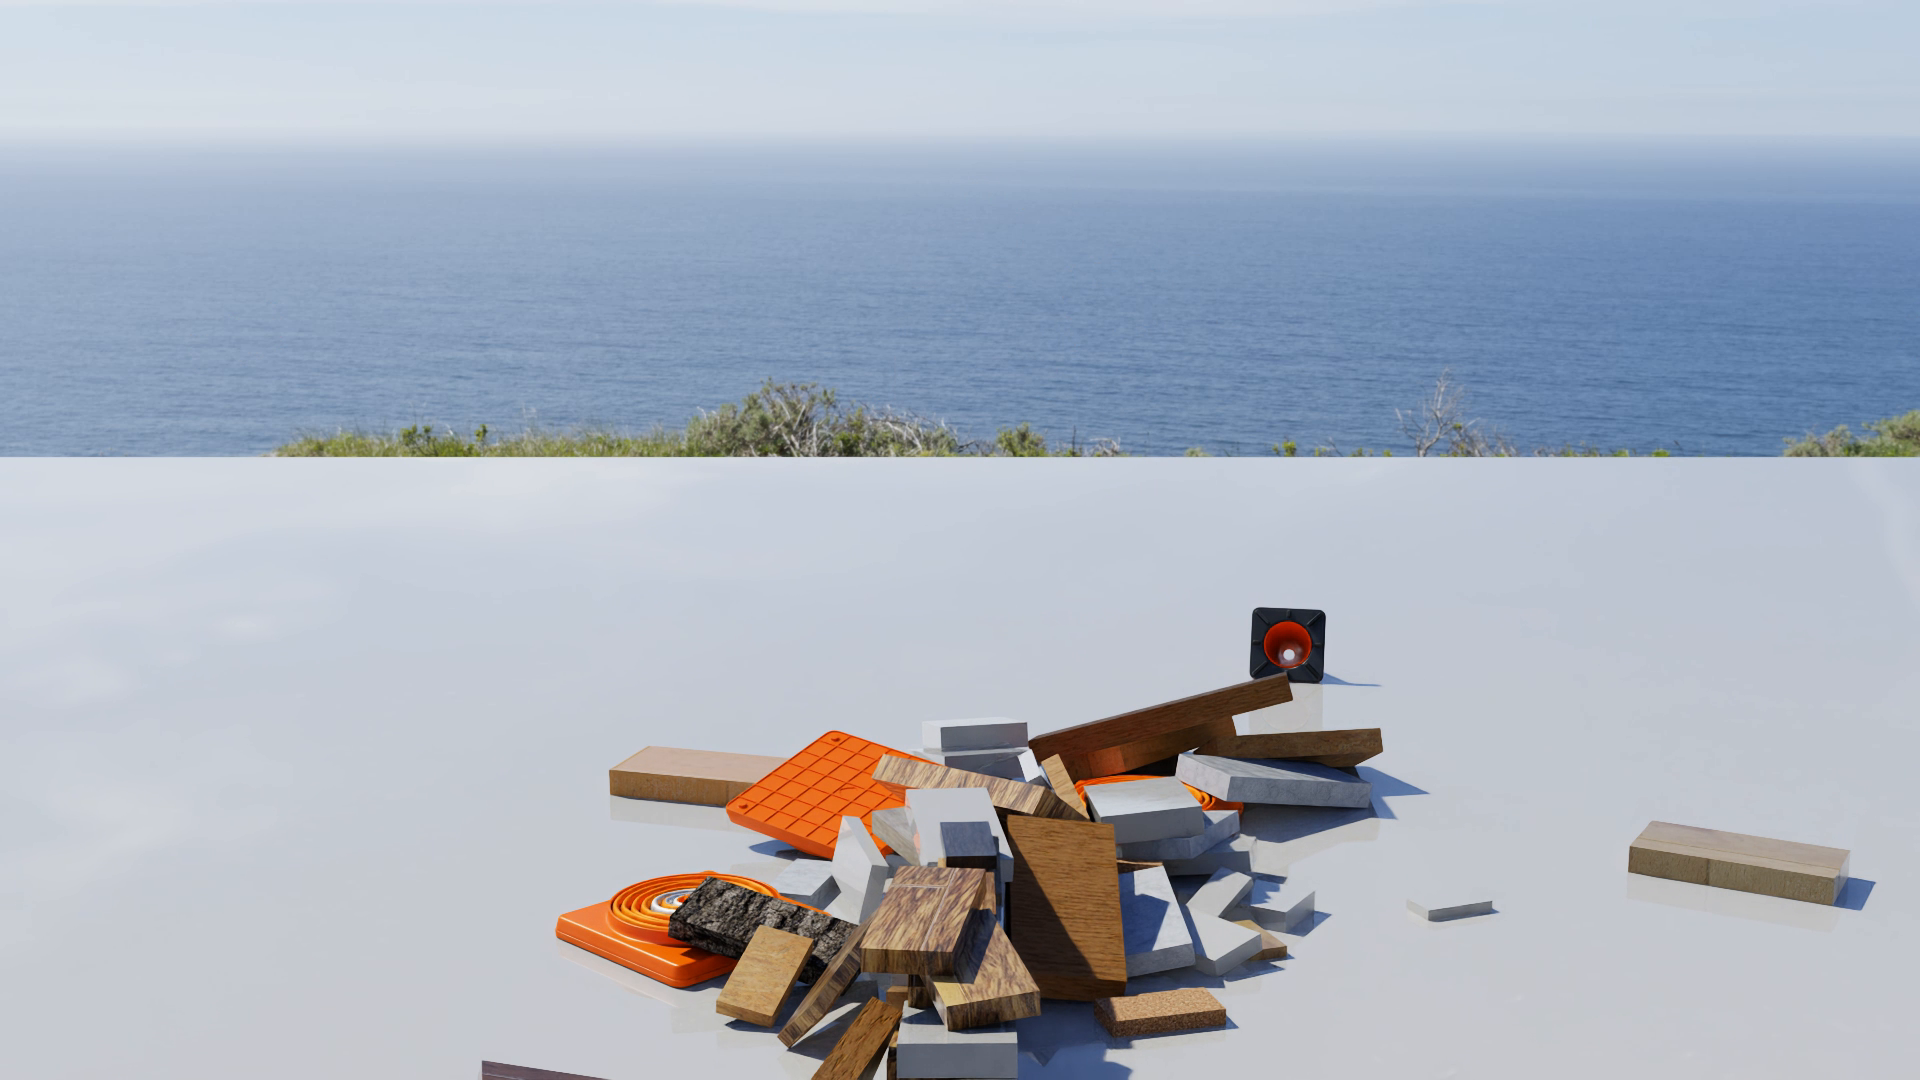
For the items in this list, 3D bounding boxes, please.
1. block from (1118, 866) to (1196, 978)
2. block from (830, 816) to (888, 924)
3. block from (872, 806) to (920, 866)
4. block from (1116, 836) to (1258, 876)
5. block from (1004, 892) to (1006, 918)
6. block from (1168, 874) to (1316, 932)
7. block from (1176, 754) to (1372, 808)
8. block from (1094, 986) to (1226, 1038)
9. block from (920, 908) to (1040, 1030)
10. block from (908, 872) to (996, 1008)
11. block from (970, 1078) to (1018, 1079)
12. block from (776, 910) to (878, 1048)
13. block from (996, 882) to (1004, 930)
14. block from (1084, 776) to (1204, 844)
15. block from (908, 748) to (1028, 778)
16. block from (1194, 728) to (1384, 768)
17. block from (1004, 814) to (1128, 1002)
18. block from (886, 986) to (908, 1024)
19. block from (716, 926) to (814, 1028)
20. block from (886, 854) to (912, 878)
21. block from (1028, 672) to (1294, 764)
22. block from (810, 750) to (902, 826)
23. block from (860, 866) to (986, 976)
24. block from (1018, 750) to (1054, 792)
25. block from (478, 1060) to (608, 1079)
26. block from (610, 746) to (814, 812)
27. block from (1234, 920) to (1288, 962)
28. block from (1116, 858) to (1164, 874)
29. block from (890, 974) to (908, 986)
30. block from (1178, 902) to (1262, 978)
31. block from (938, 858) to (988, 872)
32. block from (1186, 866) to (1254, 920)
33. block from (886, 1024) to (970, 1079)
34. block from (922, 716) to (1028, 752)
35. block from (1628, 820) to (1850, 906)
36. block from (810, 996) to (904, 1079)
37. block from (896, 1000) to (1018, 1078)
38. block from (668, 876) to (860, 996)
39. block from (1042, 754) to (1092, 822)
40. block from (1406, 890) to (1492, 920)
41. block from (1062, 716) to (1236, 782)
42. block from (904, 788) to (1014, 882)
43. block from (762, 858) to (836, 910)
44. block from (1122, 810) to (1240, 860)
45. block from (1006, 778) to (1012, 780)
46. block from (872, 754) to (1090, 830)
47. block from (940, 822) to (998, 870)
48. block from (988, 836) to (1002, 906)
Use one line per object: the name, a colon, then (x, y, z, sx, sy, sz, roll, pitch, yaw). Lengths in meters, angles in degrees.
block: (0.276, 0.591, 3.411, 0.130, 0.037, 0.259, -11, 18, -1)
block: (-0.166, 0.539, 3.603, 0.029, 0.101, 0.202, 9, 13, -19)
block: (-0.035, 0.483, 3.540, 0.128, 0.036, 0.256, -6, 13, -24)
block: (0.372, 0.532, 3.682, 0.241, 0.034, 0.121, -5, 2, 14)
block: (0.118, 0.582, 3.644, 0.085, 0.024, 0.193, 1, 11, 3)
block: (0.444, 0.586, 3.598, 0.241, 0.034, 0.121, 6, 12, 31)
block: (0.588, 0.452, 4.122, 0.331, 0.047, 0.166, 6, 6, -30)
block: (0.286, 0.675, 3.146, 0.169, 0.024, 0.085, -3, 11, -15)
block: (0.012, 0.549, 2.825, 0.120, 0.034, 0.239, -7, 17, -13)
block: (-0.010, 0.536, 2.969, 0.120, 0.034, 0.239, 0, 29, -1)
block: (0.016, 0.725, 2.552, 0.126, 0.036, 0.253, -2, 27, -3)
block: (-0.172, 0.619, 3.155, 0.024, 0.085, 0.290, 44, 29, -1)
block: (-0.008, 0.539, 3.173, 0.141, 0.040, 0.282, 1, 6, 1)
block: (0.310, 0.460, 3.757, 0.167, 0.047, 0.335, -6, 2, -1)
block: (0.017, 0.426, 4.212, 0.168, 0.048, 0.336, -2, -3, -13)
block: (0.640, 0.414, 4.305, 0.331, 0.047, 0.166, -2, -15, -10)
block: (0.155, 0.553, 3.322, 0.167, 0.047, 0.335, 6, 35, -4)
block: (-0.017, 0.639, 3.067, 0.144, 0.041, 0.289, 1, -6, 4)
block: (-0.282, 0.631, 3.189, 0.085, 0.024, 0.169, 13, 33, 12)
block: (-0.031, 0.541, 3.634, 0.128, 0.036, 0.256, 2, -6, 13)
block: (0.392, 0.347, 4.272, 0.509, 0.050, 0.176, -15, -3, 8)
block: (-0.195, 0.469, 4.192, 0.168, 0.048, 0.336, 0, 11, -1)
block: (-0.046, 0.497, 2.887, 0.120, 0.034, 0.239, 0, 17, 11)
block: (0.147, 0.449, 3.965, 0.028, 0.099, 0.199, -28, 8, 1)
block: (-0.430, 0.710, 2.677, 0.314, 0.044, 0.157, 13, 8, -15)
block: (-0.477, 0.458, 4.243, 0.353, 0.050, 0.176, 3, 11, 17)
block: (0.454, 0.625, 3.434, 0.061, 0.017, 0.122, -4, 11, -20)
block: (0.245, 0.562, 3.589, 0.170, 0.085, 0.024, 3, 11, 14)
block: (-0.017, 0.609, 3.158, 0.141, 0.040, 0.282, 1, -6, 3)
block: (0.358, 0.614, 3.406, 0.101, 0.029, 0.202, -22, 21, -35)
block: (0.004, 0.496, 3.117, 0.073, 0.021, 0.146, 0, 21, 0)
block: (0.411, 0.577, 3.531, 0.061, 0.017, 0.122, 16, 45, 39)
block: (-0.019, 0.671, 2.861, 0.144, 0.041, 0.289, 0, -2, 0)
block: (0.026, 0.385, 4.365, 0.168, 0.048, 0.336, -3, -2, -7)
block: (1.331, 0.549, 3.760, 0.331, 0.047, 0.166, 6, 12, 30)
block: (-0.160, 0.691, 2.682, 0.044, 0.157, 0.314, 26, 15, 8)
block: (-0.002, 0.627, 2.773, 0.144, 0.041, 0.289, 0, -2, 0)
block: (-0.281, 0.596, 3.321, 0.289, 0.037, 0.130, 15, 25, 16)
block: (0.204, 0.478, 3.818, 0.034, 0.118, 0.237, -26, 24, 0)
block: (0.799, 0.596, 3.592, 0.122, 0.017, 0.061, -4, 11, -21)
block: (0.368, 0.410, 4.346, 0.353, 0.050, 0.176, -11, -5, -46)
block: (-0.004, 0.452, 3.381, 0.130, 0.037, 0.259, 0, 18, -9)
block: (-0.262, 0.575, 3.683, 0.085, 0.024, 0.170, 3, 11, 15)
block: (0.374, 0.497, 3.705, 0.121, 0.034, 0.241, -5, 3, 27)
block: (0.018, 0.464, 4.110, 0.099, 0.028, 0.199, -2, -6, -19)
block: (0.045, 0.444, 3.669, 0.167, 0.047, 0.429, 39, -21, -33)
block: (0.011, 0.445, 3.204, 0.073, 0.021, 0.146, -1, 12, -4)
block: (0.022, 0.481, 3.210, 0.073, 0.021, 0.154, 0, 25, -1)
